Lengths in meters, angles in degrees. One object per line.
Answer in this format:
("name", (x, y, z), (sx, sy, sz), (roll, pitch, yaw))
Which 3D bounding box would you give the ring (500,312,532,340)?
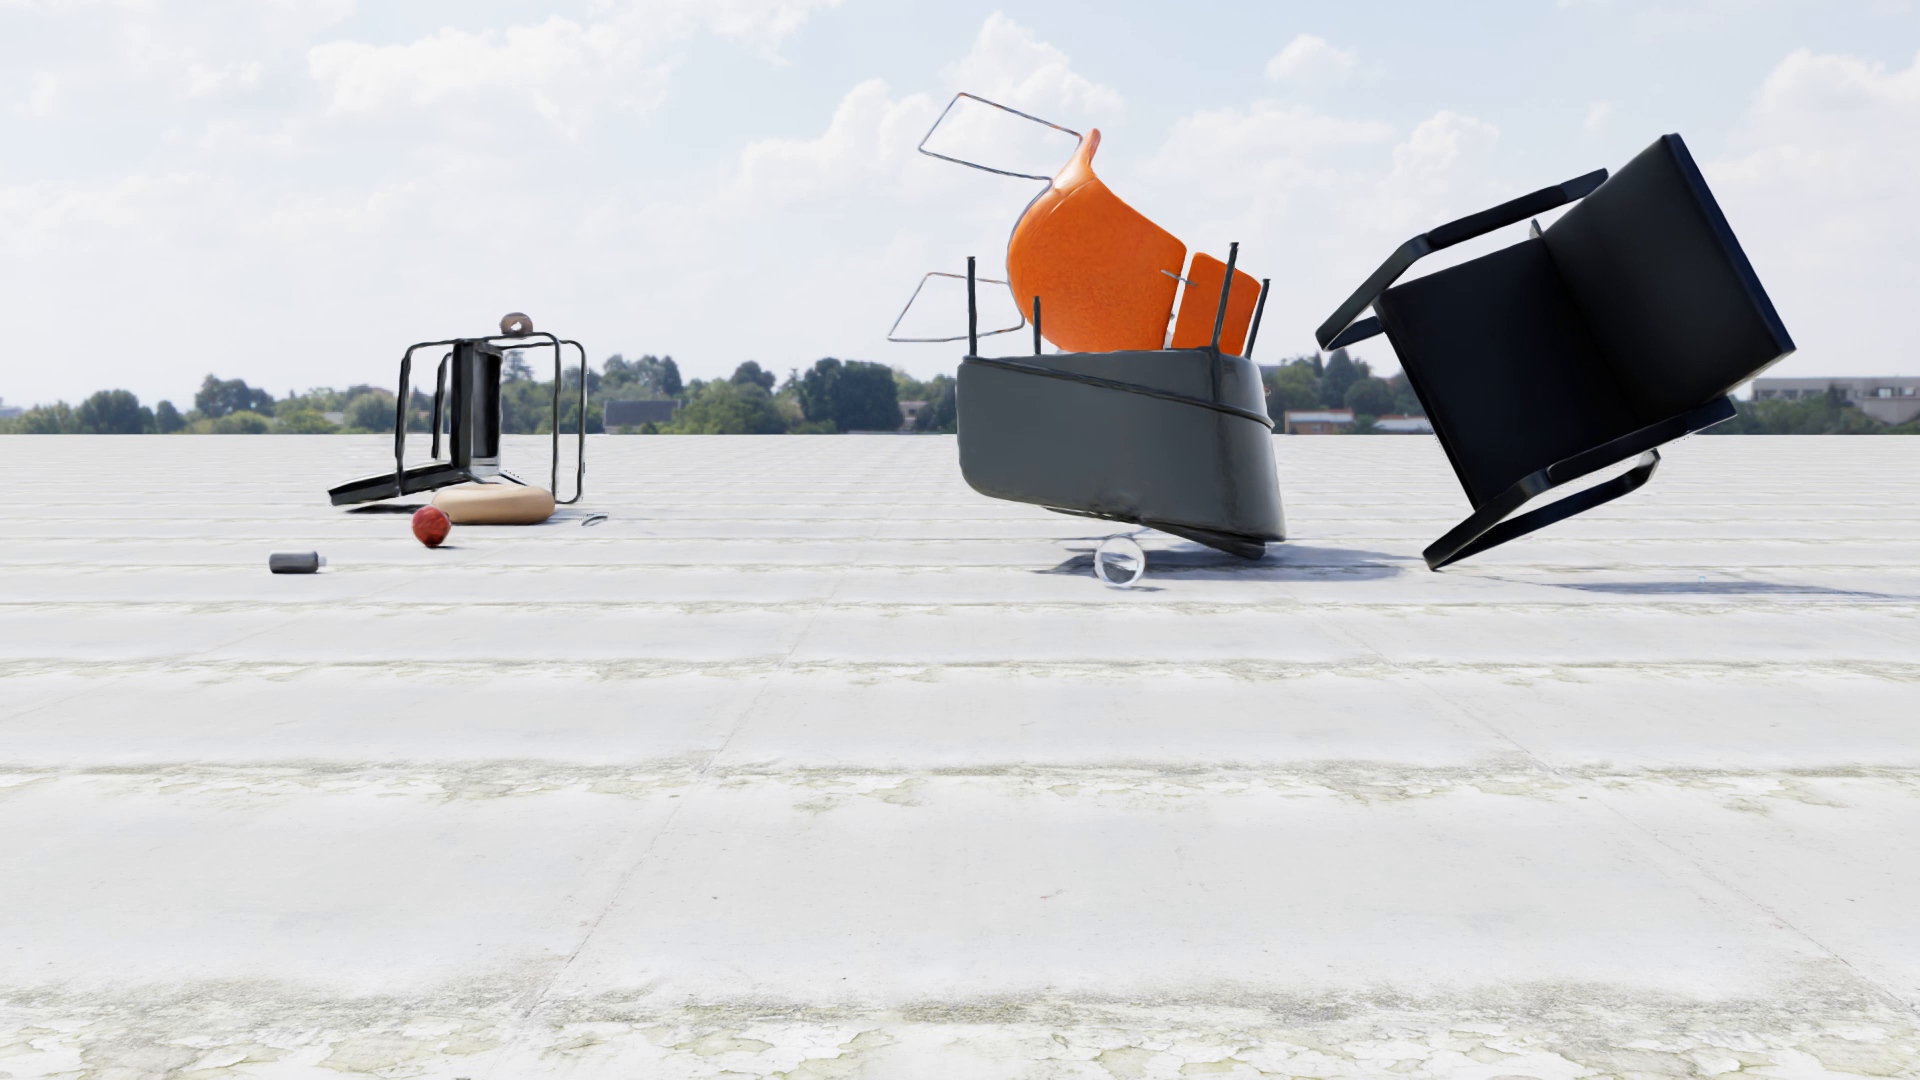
("ring", (-1.607, -0.774, 7.966), (0.116, 0.036, 0.150), (-27, -32, 0))

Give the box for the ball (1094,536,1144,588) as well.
("ball", (0.361, 0.049, 4.987), (0.115, 0.115, 0.115), (0, 4, 0))

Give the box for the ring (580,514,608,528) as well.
("ring", (-1.174, -0.061, 7.060), (0.075, 0.018, 0.148), (-7, -10, -31))

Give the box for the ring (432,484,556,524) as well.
("ring", (-1.575, -0.119, 7.430), (0.403, 0.119, 0.465), (-3, 6, -33))
